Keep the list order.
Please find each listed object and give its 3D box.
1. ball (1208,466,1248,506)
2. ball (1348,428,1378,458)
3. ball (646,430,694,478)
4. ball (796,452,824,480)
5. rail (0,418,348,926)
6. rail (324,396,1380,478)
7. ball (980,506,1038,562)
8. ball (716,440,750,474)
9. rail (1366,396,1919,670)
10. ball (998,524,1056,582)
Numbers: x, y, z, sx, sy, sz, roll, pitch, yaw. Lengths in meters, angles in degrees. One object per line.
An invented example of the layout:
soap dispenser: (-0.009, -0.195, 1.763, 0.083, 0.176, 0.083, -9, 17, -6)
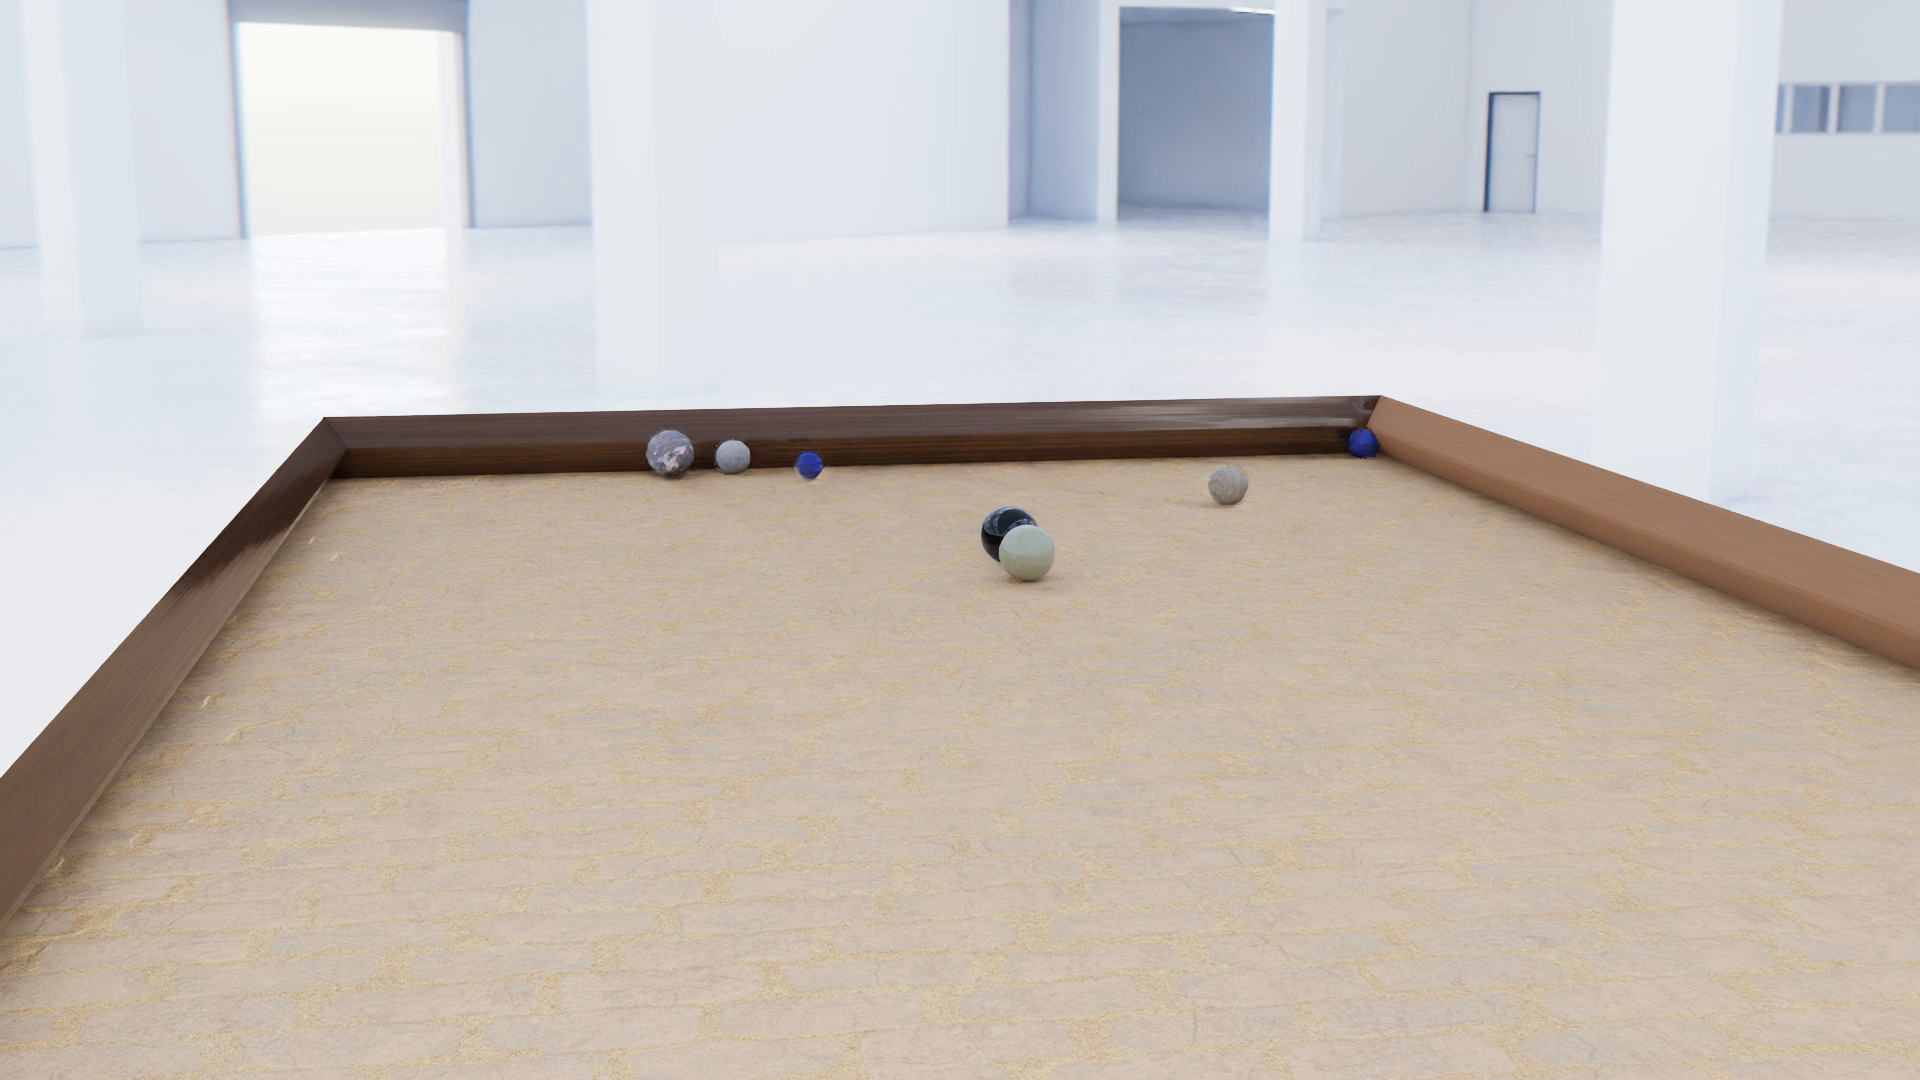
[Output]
ball: (0.458, -0.094, 3.762, 0.068, 0.068, 0.068, 0, 11, 0)
ball: (0.787, -0.189, 4.300, 0.057, 0.057, 0.057, 0, 11, 0)
ball: (-0.535, -0.159, 4.059, 0.087, 0.087, 0.087, 0, 11, 0)
ball: (-0.276, -0.137, 4.043, 0.050, 0.050, 0.050, 0, 11, 0)
rail: (-0.813, 0.187, 2.124, 0.045, 0.113, 3.961, -2, 11, -9)
rail: (-0.161, -0.196, 4.184, 2.033, 0.113, 0.045, -2, 11, -9)
ball: (0.074, -0.007, 3.248, 0.086, 0.086, 0.086, 0, 11, 0)
ball: (-0.423, -0.155, 4.098, 0.065, 0.065, 0.065, 0, 11, 0)
rail: (1.144, 0.127, 2.450, 0.045, 0.113, 3.961, -2, 11, -9)
ball: (0.096, 0.018, 3.126, 0.080, 0.080, 0.080, 0, 11, 0)
